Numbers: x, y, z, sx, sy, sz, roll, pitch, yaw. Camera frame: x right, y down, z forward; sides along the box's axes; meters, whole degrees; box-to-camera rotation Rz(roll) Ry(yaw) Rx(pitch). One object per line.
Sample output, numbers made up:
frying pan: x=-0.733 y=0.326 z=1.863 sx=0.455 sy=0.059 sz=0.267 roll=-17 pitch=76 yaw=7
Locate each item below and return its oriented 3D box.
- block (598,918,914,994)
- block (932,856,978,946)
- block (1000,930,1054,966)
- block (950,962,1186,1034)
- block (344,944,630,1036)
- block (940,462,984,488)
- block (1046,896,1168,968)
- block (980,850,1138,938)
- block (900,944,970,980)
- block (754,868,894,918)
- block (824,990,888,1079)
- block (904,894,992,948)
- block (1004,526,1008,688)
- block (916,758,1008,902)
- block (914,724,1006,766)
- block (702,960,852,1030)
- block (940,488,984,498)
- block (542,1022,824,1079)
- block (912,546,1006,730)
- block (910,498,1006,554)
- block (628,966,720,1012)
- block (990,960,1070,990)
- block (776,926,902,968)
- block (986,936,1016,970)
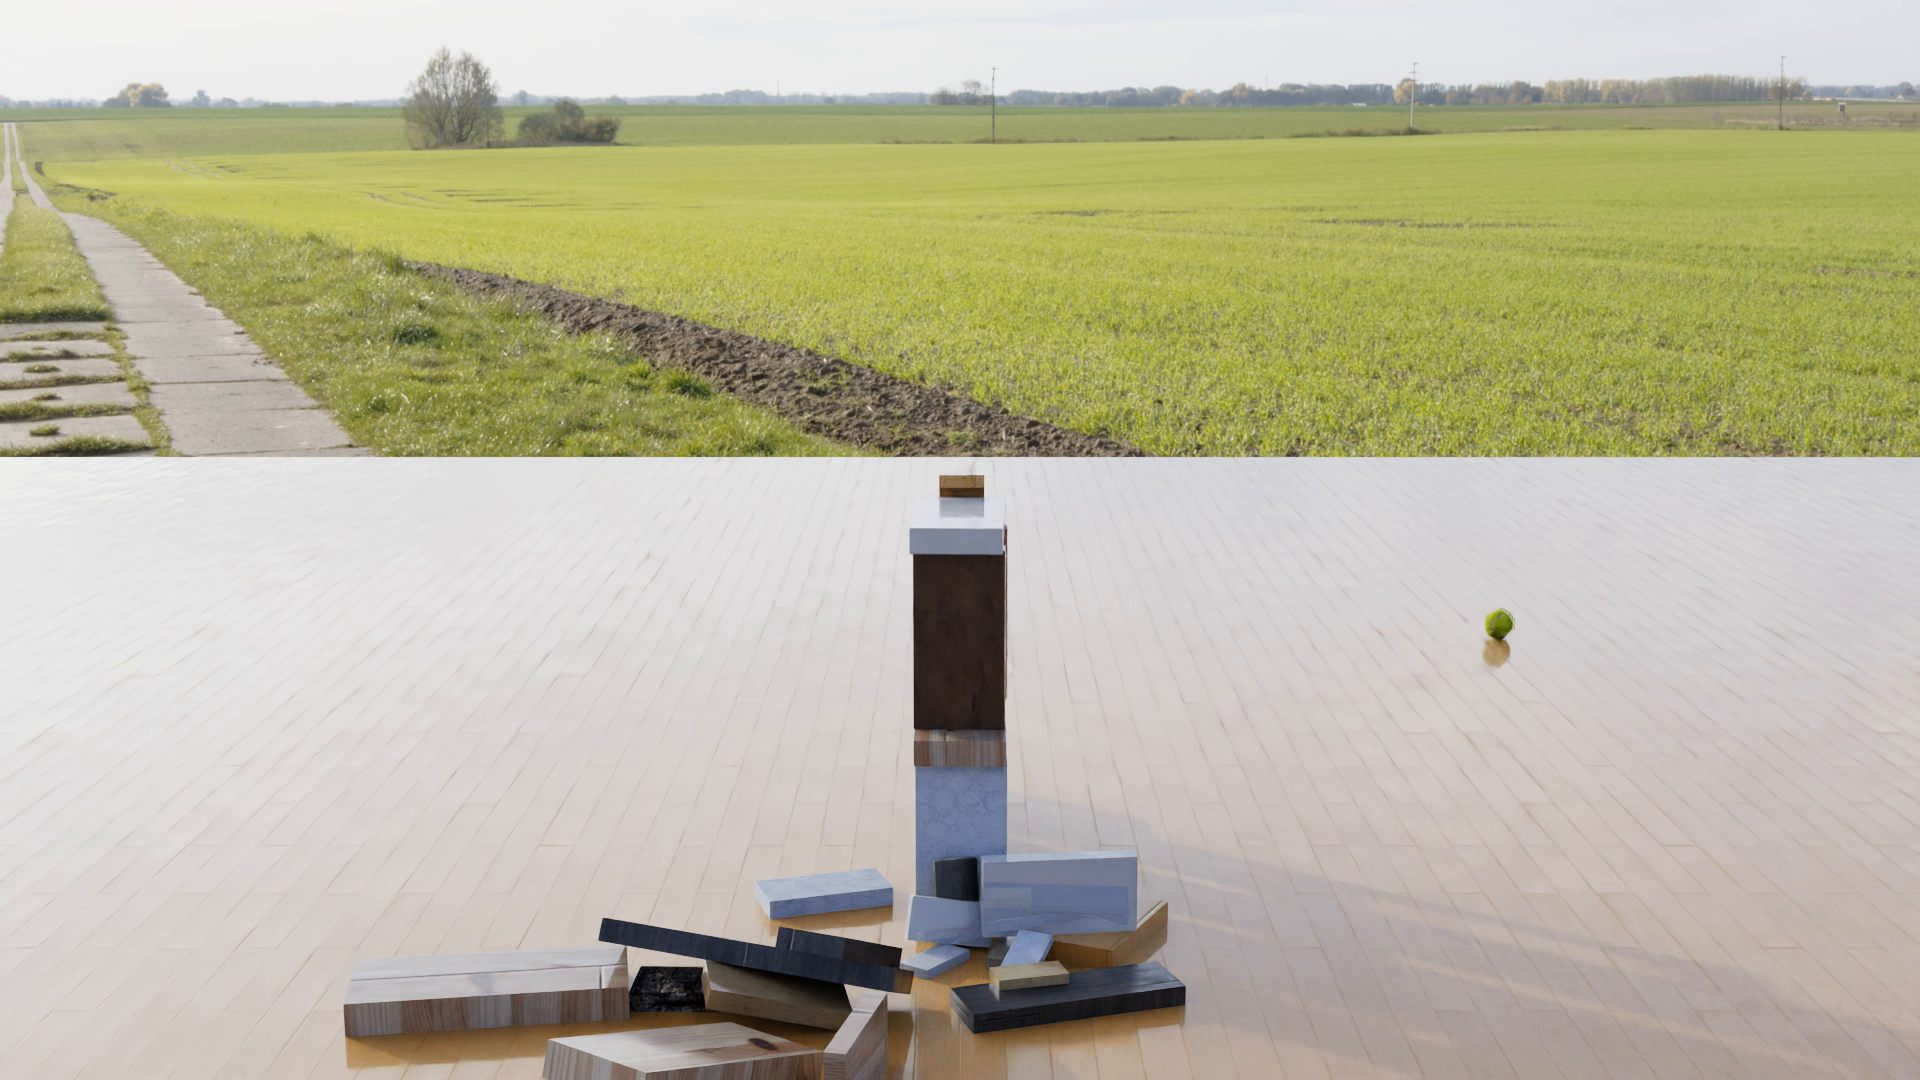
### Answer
block: x=-0.296 y=0.606 z=3.203 sx=0.445 sy=0.034 sz=0.120 roll=7 pitch=-11 yaw=13
block: x=-0.006 y=0.565 z=3.432 sx=0.067 sy=0.135 sz=0.019 roll=-3 pitch=0 yaw=-14
block: x=0.098 y=0.630 z=3.312 sx=0.053 sy=0.015 sz=0.106 roll=6 pitch=32 yaw=21
block: x=0.157 y=0.663 z=3.195 sx=0.326 sy=0.029 sz=0.103 roll=-4 pitch=11 yaw=-18
block: x=-0.682 y=0.653 z=3.198 sx=0.395 sy=0.048 sz=0.171 roll=-2 pitch=11 yaw=-9
block: x=0.003 y=-0.111 z=3.726 sx=0.075 sy=0.021 sz=0.150 roll=0 pitch=11 yaw=0
block: x=0.229 y=0.612 z=3.456 sx=0.120 sy=0.034 sz=0.239 roll=5 pitch=12 yaw=25
block: x=0.152 y=0.546 z=3.395 sx=0.239 sy=0.120 sz=0.034 roll=-1 pitch=11 yaw=-7
block: x=-0.038 y=0.641 z=3.351 sx=0.053 sy=0.015 sz=0.106 roll=8 pitch=13 yaw=36
block: x=-0.225 y=0.582 z=3.629 sx=0.208 sy=0.029 sz=0.104 roll=-4 pitch=11 yaw=-18
block: x=-0.136 y=0.682 z=2.891 sx=0.029 sy=0.104 sz=0.208 roll=2 pitch=11 yaw=13
block: x=-0.015 y=0.591 z=3.408 sx=0.135 sy=0.067 sz=0.019 roll=8 pitch=-3 yaw=-16
block: x=0.006 y=0.119 z=3.630 sx=0.143 sy=0.286 sz=0.041 roll=0 pitch=10 yaw=-2
block: x=0.002 y=0.482 z=3.467 sx=0.143 sy=0.286 sz=0.041 roll=0 pitch=11 yaw=0
block: x=0.002 y=0.304 z=3.532 sx=0.143 sy=0.041 sz=0.286 roll=0 pitch=11 yaw=1
block: x=-0.261 y=0.648 z=3.128 sx=0.205 sy=0.029 sz=0.103 roll=12 pitch=10 yaw=-13
block: x=0.003 y=-0.018 z=3.692 sx=0.075 sy=0.150 sz=0.021 roll=0 pitch=11 yaw=0
block: x=-0.351 y=0.676 z=2.834 sx=0.171 sy=0.048 sz=0.342 roll=7 pitch=-2 yaw=36
block: x=-0.001 y=0.153 z=3.447 sx=0.143 sy=0.286 sz=0.041 roll=0 pitch=10 yaw=2
block: x=-0.001 y=-0.024 z=3.507 sx=0.143 sy=0.041 sz=0.286 roll=0 pitch=11 yaw=2
block: x=-0.374 y=0.658 z=3.222 sx=0.205 sy=0.029 sz=0.103 roll=0 pitch=11 yaw=1
block: x=0.101 y=0.637 z=3.216 sx=0.106 sy=0.015 sz=0.053 roll=-3 pitch=11 yaw=-14
block: x=-0.172 y=0.586 z=3.157 sx=0.104 sy=0.029 sz=0.208 roll=5 pitch=-12 yaw=23
block: x=0.091 y=0.632 z=3.389 sx=0.067 sy=0.019 sz=0.135 roll=3 pitch=11 yaw=16
